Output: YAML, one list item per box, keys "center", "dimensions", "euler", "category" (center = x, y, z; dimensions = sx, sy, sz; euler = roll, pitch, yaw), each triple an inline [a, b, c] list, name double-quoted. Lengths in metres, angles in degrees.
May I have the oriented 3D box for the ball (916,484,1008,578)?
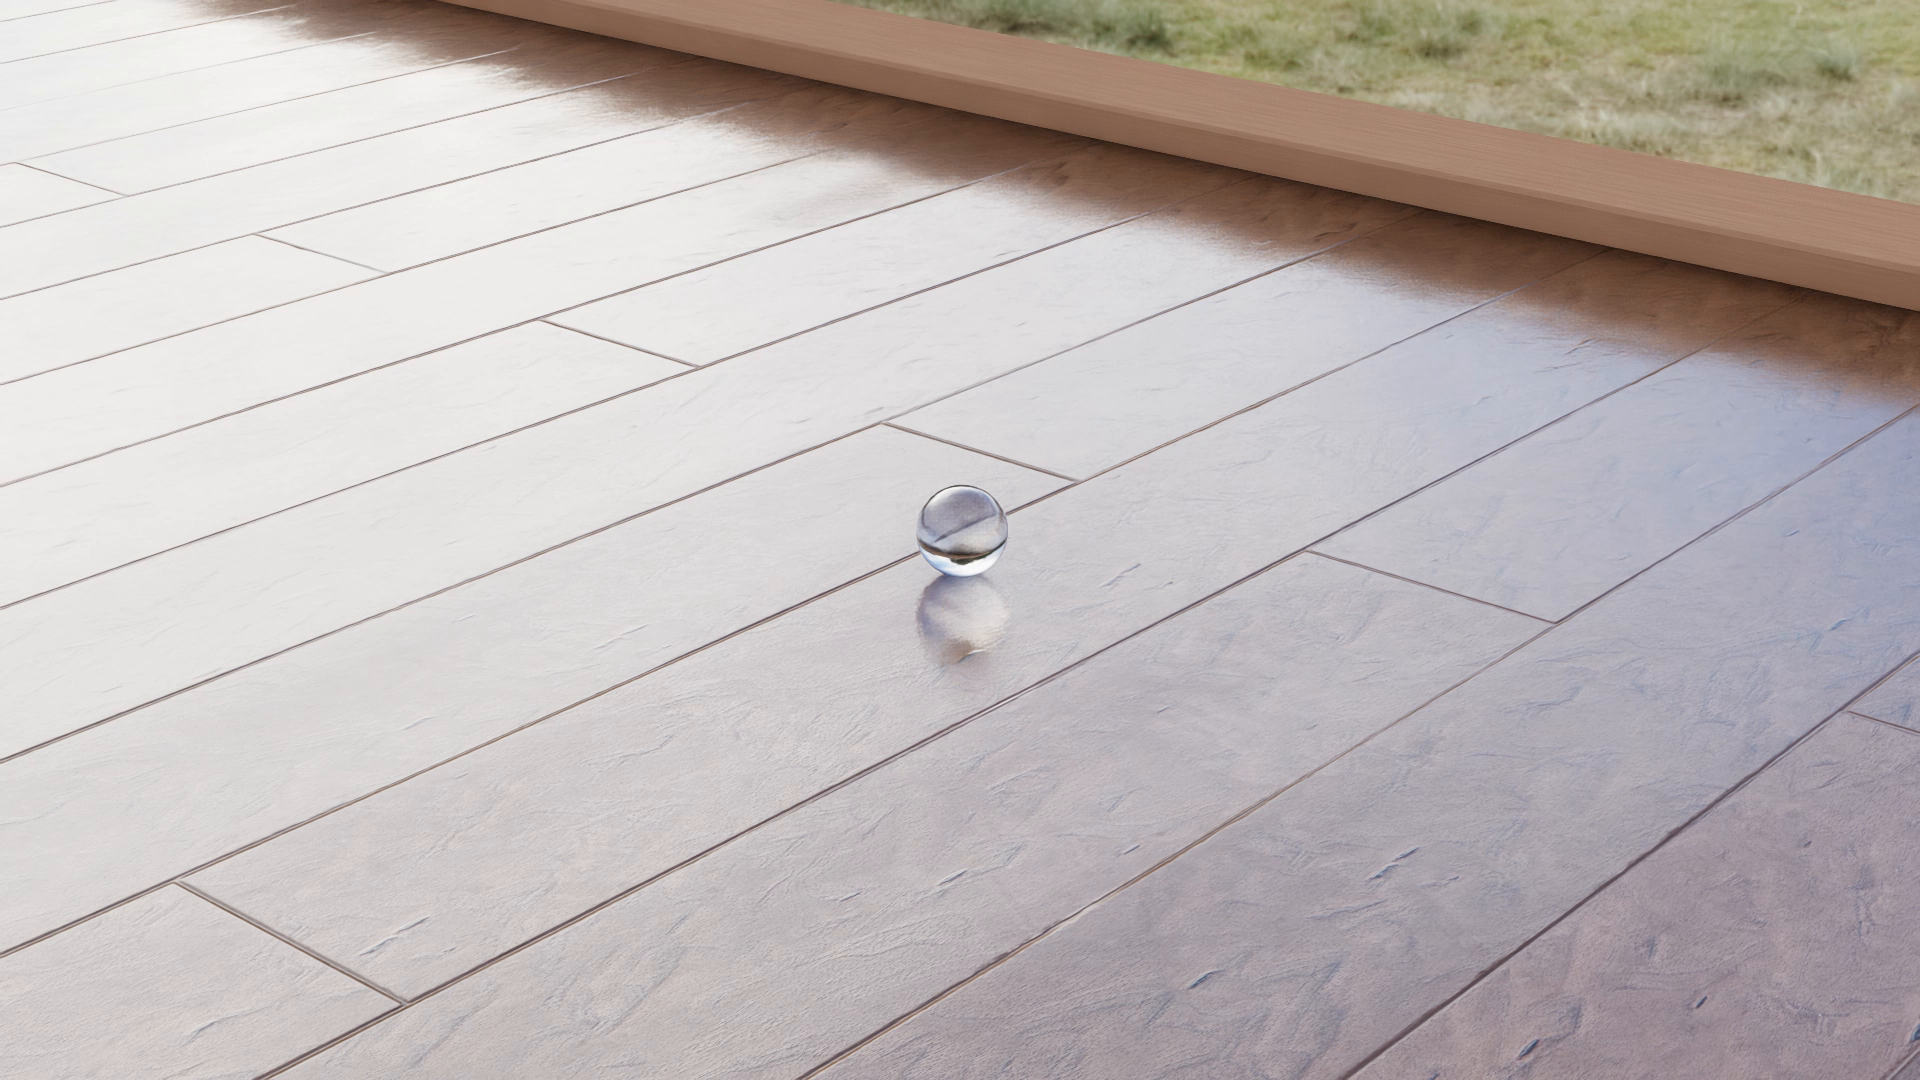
- center: [0.002, -0.008, 2.506]
  dimensions: [0.079, 0.079, 0.079]
  euler: [0, 22, 0]
  category: "ball"

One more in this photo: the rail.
- center: [-0.043, -0.646, 4.017]
  dimensions: [4.408, 0.114, 0.045]
  euler: [18, 28, 37]
  category: "rail"
